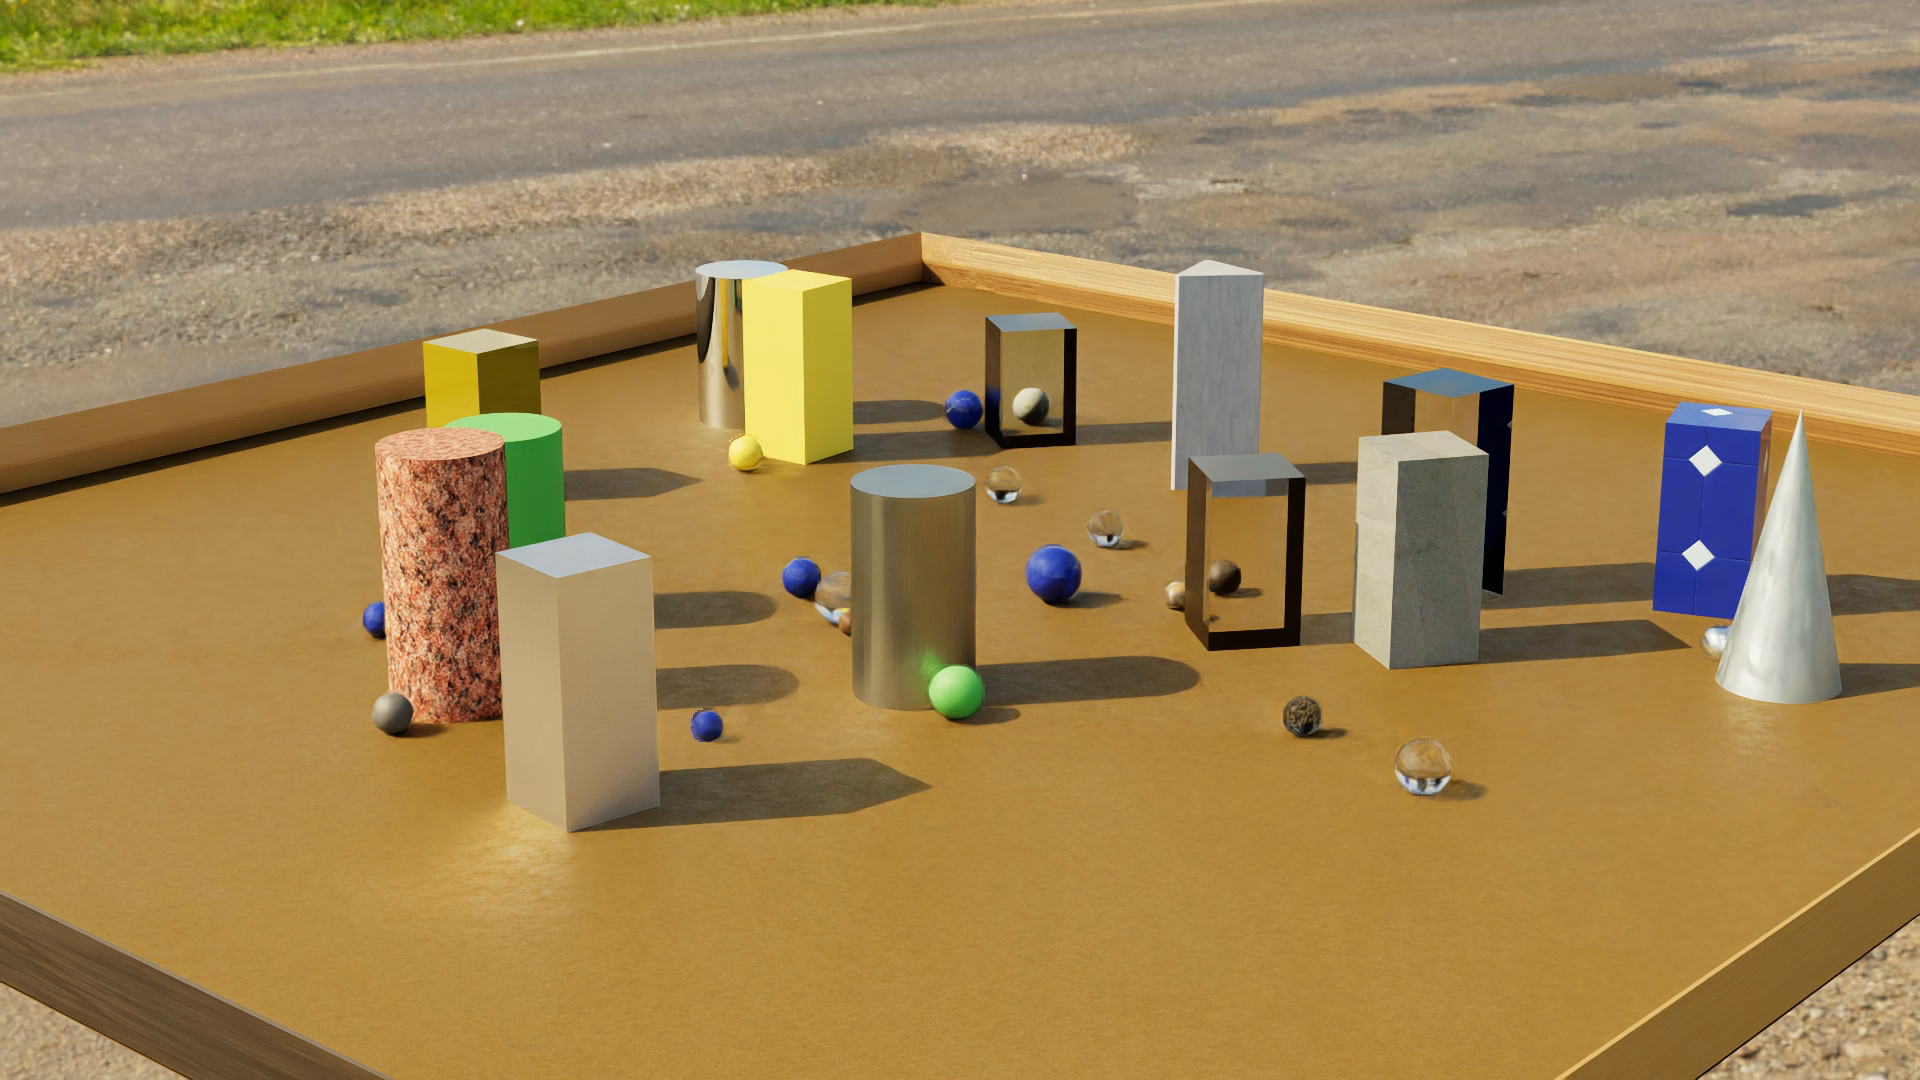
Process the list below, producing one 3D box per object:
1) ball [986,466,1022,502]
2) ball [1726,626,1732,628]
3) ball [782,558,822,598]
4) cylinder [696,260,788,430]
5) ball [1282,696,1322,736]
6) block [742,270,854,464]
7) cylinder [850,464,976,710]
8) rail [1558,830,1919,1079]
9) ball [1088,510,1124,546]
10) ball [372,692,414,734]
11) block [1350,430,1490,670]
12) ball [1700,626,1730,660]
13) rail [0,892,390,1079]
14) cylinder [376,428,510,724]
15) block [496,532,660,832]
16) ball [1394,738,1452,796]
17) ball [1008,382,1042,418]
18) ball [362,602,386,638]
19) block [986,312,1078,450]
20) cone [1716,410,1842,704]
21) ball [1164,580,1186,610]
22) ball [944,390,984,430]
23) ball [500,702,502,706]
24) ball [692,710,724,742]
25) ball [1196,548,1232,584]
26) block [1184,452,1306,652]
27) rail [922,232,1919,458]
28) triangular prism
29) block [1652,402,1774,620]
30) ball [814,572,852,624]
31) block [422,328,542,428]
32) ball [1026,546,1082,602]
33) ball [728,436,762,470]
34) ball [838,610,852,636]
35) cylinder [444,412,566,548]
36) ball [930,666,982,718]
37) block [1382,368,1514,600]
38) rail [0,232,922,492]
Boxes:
[{"bbox_3d":[0.085,-0.107,5.684,0.070,0.070,0.070,0,17,0],"label":"ball"},{"bbox_3d":[1.274,0.162,4.837,0.043,0.043,0.043,0,17,0],"label":"ball"},{"bbox_3d":[-0.276,0.066,5.112,0.070,0.070,0.070,0,17,0],"label":"ball"},{"bbox_3d":[-0.464,-0.419,6.276,0.196,0.326,0.196,0,17,0],"label":"cylinder"},{"bbox_3d":[0.520,0.268,4.459,0.060,0.060,0.060,0,17,0],"label":"ball"},{"bbox_3d":[-0.331,-0.356,6.011,0.157,0.359,0.157,12,21,35],"label":"block"},{"bbox_3d":[-0.073,0.073,4.611,0.196,0.345,0.196,0,17,0],"label":"cylinder"},{"bbox_3d":[1.375,0.376,3.977,0.045,0.128,3.937,14,22,39],"label":"rail"},{"bbox_3d":[0.268,-0.021,5.406,0.067,0.067,0.067,0,17,0],"label":"ball"},{"bbox_3d":[-0.865,0.264,4.468,0.062,0.062,0.062,0,17,0],"label":"ball"},{"bbox_3d":[0.750,0.015,4.795,0.157,0.350,0.157,-5,17,-15],"label":"block"},{"bbox_3d":[1.241,0.169,4.791,0.058,0.058,0.058,0,17,0],"label":"ball"},{"bbox_3d":[-1.275,0.456,3.714,3.689,0.128,0.045,14,22,39],"label":"rail"},{"bbox_3d":[-0.796,0.053,4.546,0.196,0.420,0.196,0,17,0],"label":"cylinder"},{"bbox_3d":[-0.539,0.199,4.146,0.157,0.373,0.157,-14,21,-38],"label":"block"},{"bbox_3d":[0.668,0.326,4.225,0.082,0.082,0.082,0,17,0],"label":"ball"},{"bbox_3d":[0.140,-0.303,6.323,0.077,0.077,0.077,0,17,0],"label":"ball"},{"bbox_3d":[-0.969,0.133,4.907,0.060,0.060,0.060,0,17,0],"label":"ball"},{"bbox_3d":[0.147,-0.334,6.127,0.157,0.249,0.157,-4,17,-12],"label":"block"},{"bbox_3d":[1.310,0.011,4.627,0.196,0.454,0.196,0,17,0],"label":"cone"},{"bbox_3d":[0.376,0.095,5.052,0.048,0.048,0.048,0,17,0],"label":"ball"},{"bbox_3d":[0.008,-0.278,6.225,0.085,0.085,0.085,0,17,0],"label":"ball"},{"bbox_3d":[-0.674,0.252,4.505,0.063,0.063,0.063,0,17,0],"label":"ball"},{"bbox_3d":[-0.381,0.281,4.436,0.047,0.047,0.047,0,17,0],"label":"ball"},{"bbox_3d":[0.449,0.047,5.183,0.063,0.063,0.063,0,17,0],"label":"ball"},{"bbox_3d":[0.473,0.018,4.886,0.157,0.291,0.157,-3,17,-10],"label":"block"},{"bbox_3d":[1.275,-0.392,6.526,3.689,0.128,0.045,14,22,39],"label":"rail"},{"bbox_3d":[0.496,-0.328,5.795,0.170,0.429,0.147,-2,17,-5],"label":"triangular prism"},{"bbox_3d":[1.295,-0.051,5.042,0.157,0.334,0.157,7,18,21],"label":"block"},{"bbox_3d":[-0.202,0.098,4.968,0.090,0.090,0.090,0,17,0],"label":"ball"},{"bbox_3d":[-0.931,-0.243,5.736,0.157,0.300,0.157,14,21,38],"label":"block"},{"bbox_3d":[0.163,0.059,5.084,0.098,0.098,0.098,0,17,0],"label":"ball"},{"bbox_3d":[-0.432,-0.174,5.908,0.069,0.069,0.069,0,17,0],"label":"ball"},{"bbox_3d":[-0.182,0.139,4.914,0.044,0.044,0.044,0,17,0],"label":"ball"},{"bbox_3d":[-0.765,-0.026,4.951,0.196,0.339,0.196,0,17,0],"label":"cylinder"},{"bbox_3d":[-0.006,0.235,4.528,0.083,0.083,0.083,0,17,0],"label":"ball"},{"bbox_3d":[0.839,-0.089,5.088,0.157,0.379,0.157,-13,21,-37],"label":"block"},{"bbox_3d":[-1.375,-0.313,6.263,0.045,0.128,3.937,14,22,39],"label":"rail"}]
